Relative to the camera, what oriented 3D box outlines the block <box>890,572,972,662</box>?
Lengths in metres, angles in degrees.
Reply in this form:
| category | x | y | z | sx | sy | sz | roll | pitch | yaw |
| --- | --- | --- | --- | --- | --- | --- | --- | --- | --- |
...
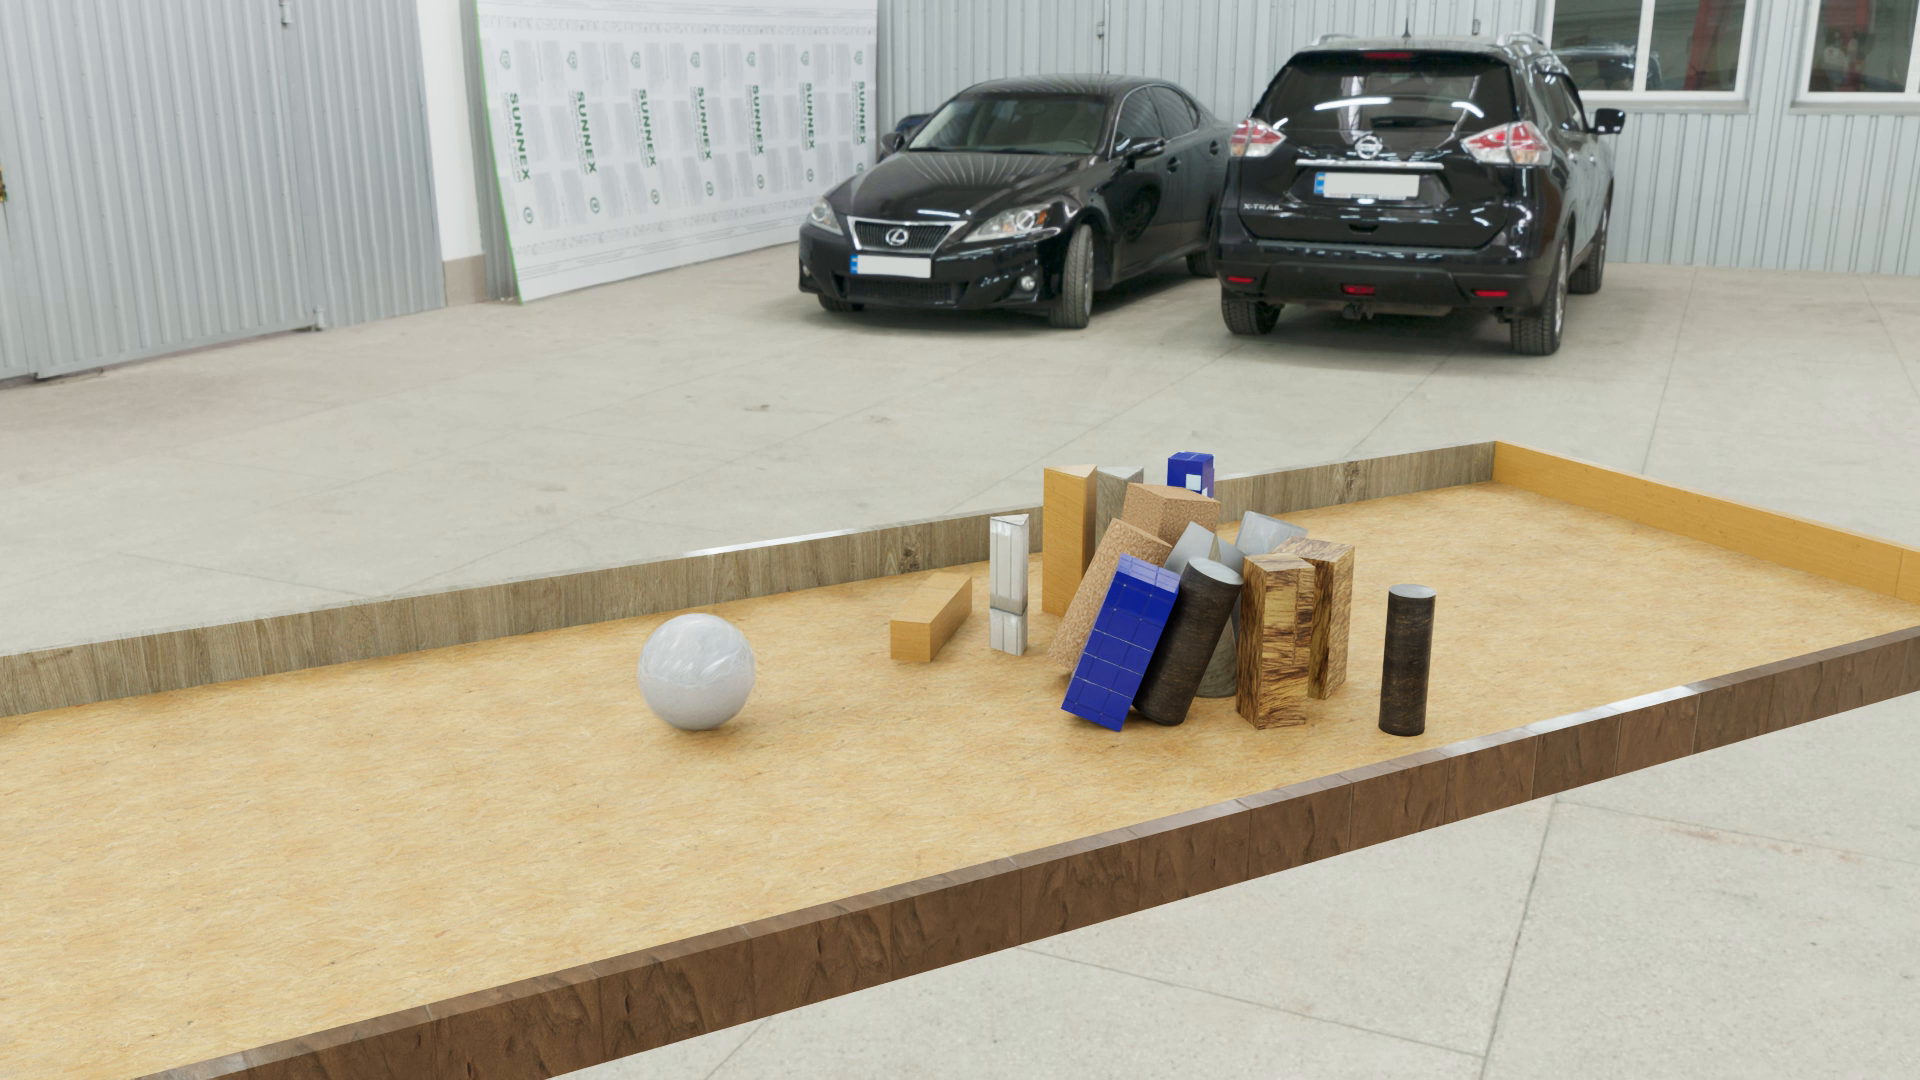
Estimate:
| category | x | y | z | sx | sy | sz | roll | pitch | yaw |
| --- | --- | --- | --- | --- | --- | --- | --- | --- | --- |
| block | -0.074 | 0.205 | 4.469 | 0.107 | 0.107 | 0.424 | 4 | 17 | 15 |

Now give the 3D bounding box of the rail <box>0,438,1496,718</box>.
| category | x | y | z | sx | sy | sz | roll | pitch | yaw |
| --- | --- | --- | --- | --- | --- | --- | --- | --- | --- |
| rail | -3.305 | 0.497 | 3.399 | 12.000 | 0.150 | 0.050 | -9 | 18 | -27 |

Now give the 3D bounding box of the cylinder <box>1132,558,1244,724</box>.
| category | x | y | z | sx | sy | sz | roll | pitch | yaw |
| --- | --- | --- | --- | --- | --- | --- | --- | --- | --- |
| cylinder | 0.528 | 0.236 | 3.849 | 0.137 | 0.372 | 0.137 | 18 | 18 | -6 |

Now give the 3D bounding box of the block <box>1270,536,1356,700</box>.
| category | x | y | z | sx | sy | sz | roll | pitch | yaw |
| --- | --- | --- | --- | --- | --- | --- | --- | --- | --- |
| block | 0.862 | 0.191 | 4.081 | 0.162 | 0.352 | 0.162 | 9 | 19 | 29 |

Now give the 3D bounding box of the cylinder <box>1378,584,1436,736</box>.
| category | x | y | z | sx | sy | sz | roll | pitch | yaw |
| --- | --- | --- | --- | --- | --- | --- | --- | --- | --- |
| cylinder | 1.033 | 0.278 | 3.812 | 0.105 | 0.337 | 0.105 | 0 | 16 | 0 |

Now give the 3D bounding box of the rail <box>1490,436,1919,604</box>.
| category | x | y | z | sx | sy | sz | roll | pitch | yaw |
| --- | --- | --- | --- | --- | --- | --- | --- | --- | --- |
| rail | 2.466 | -0.048 | 5.253 | 0.050 | 0.150 | 2.100 | -9 | 18 | -27 |

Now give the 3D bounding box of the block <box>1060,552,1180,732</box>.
| category | x | y | z | sx | sy | sz | roll | pitch | yaw |
| --- | --- | --- | --- | --- | --- | --- | --- | --- | --- |
| block | 0.375 | 0.238 | 3.849 | 0.147 | 0.365 | 0.147 | 21 | 19 | 3 |

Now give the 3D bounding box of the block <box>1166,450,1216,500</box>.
| category | x | y | z | sx | sy | sz | roll | pitch | yaw |
| --- | --- | --- | --- | --- | --- | --- | --- | --- | --- |
| block | 0.632 | -0.008 | 4.566 | 0.100 | 0.459 | 0.100 | 8 | 18 | 26 |

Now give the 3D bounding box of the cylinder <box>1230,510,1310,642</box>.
| category | x | y | z | sx | sy | sz | roll | pitch | yaw |
| --- | --- | --- | --- | --- | --- | --- | --- | --- | --- |
| cylinder | 0.784 | 0.105 | 4.347 | 0.173 | 0.328 | 0.173 | 17 | 7 | -2 |

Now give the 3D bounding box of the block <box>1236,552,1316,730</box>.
| category | x | y | z | sx | sy | sz | roll | pitch | yaw |
| --- | --- | --- | --- | --- | --- | --- | --- | --- | --- |
| block | 0.737 | 0.236 | 3.865 | 0.122 | 0.388 | 0.122 | -5 | 17 | -16 |

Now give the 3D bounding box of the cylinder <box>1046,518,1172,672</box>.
| category | x | y | z | sx | sy | sz | roll | pitch | yaw |
| --- | --- | --- | --- | --- | --- | --- | --- | --- | --- |
| cylinder | 0.373 | 0.150 | 4.117 | 0.165 | 0.377 | 0.165 | 25 | 7 | -3 |

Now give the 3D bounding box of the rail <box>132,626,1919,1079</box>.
| category | x | y | z | sx | sy | sz | roll | pitch | yaw |
| --- | --- | --- | --- | --- | --- | --- | --- | --- | --- |
| rail | -2.336 | 1.006 | 1.665 | 12.000 | 0.150 | 0.050 | -9 | 18 | -27 |

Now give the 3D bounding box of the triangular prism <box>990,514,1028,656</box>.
| category | x | y | z | sx | sy | sz | roll | pitch | yaw |
| --- | --- | --- | --- | --- | --- | --- | --- | --- | --- |
| triangular prism | 0.148 | 0.113 | 4.338 | 0.106 | 0.357 | 0.091 | 14 | 21 | 39 |

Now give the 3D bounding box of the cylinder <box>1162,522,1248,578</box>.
| category | x | y | z | sx | sy | sz | roll | pitch | yaw |
| --- | --- | --- | --- | --- | --- | --- | --- | --- | --- |
| cylinder | 0.572 | 0.143 | 4.190 | 0.179 | 0.340 | 0.179 | 32 | 3 | -2 |

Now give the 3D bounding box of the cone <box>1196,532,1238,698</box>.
| category | x | y | z | sx | sy | sz | roll | pitch | yaw |
| --- | --- | --- | --- | --- | --- | --- | --- | --- | --- |
| cone | 0.621 | 0.168 | 4.057 | 0.167 | 0.410 | 0.167 | 0 | 16 | 0 |

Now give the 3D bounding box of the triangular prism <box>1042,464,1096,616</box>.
| category | x | y | z | sx | sy | sz | roll | pitch | yaw |
| --- | --- | --- | --- | --- | --- | --- | --- | --- | --- |
| triangular prism | 0.332 | 0.001 | 4.613 | 0.132 | 0.416 | 0.152 | -16 | 22 | -42 |

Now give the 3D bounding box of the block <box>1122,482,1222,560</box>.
| category | x | y | z | sx | sy | sz | roll | pitch | yaw |
| --- | --- | --- | --- | --- | --- | --- | --- | --- | --- |
| block | 0.534 | 0.063 | 4.401 | 0.179 | 0.391 | 0.179 | 4 | 13 | -28 |

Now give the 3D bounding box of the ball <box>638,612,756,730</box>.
| category | x | y | z | sx | sy | sz | roll | pitch | yaw |
| --- | --- | --- | --- | --- | --- | --- | --- | --- | --- |
| ball | -0.610 | 0.306 | 3.832 | 0.272 | 0.272 | 0.272 | 0 | 16 | 0 |

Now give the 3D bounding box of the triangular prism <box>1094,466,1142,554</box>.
| category | x | y | z | sx | sy | sz | roll | pitch | yaw |
| --- | --- | --- | --- | --- | --- | --- | --- | --- | --- |
| triangular prism | 0.485 | -0.039 | 4.877 | 0.133 | 0.345 | 0.153 | -11 | 20 | -33 |
